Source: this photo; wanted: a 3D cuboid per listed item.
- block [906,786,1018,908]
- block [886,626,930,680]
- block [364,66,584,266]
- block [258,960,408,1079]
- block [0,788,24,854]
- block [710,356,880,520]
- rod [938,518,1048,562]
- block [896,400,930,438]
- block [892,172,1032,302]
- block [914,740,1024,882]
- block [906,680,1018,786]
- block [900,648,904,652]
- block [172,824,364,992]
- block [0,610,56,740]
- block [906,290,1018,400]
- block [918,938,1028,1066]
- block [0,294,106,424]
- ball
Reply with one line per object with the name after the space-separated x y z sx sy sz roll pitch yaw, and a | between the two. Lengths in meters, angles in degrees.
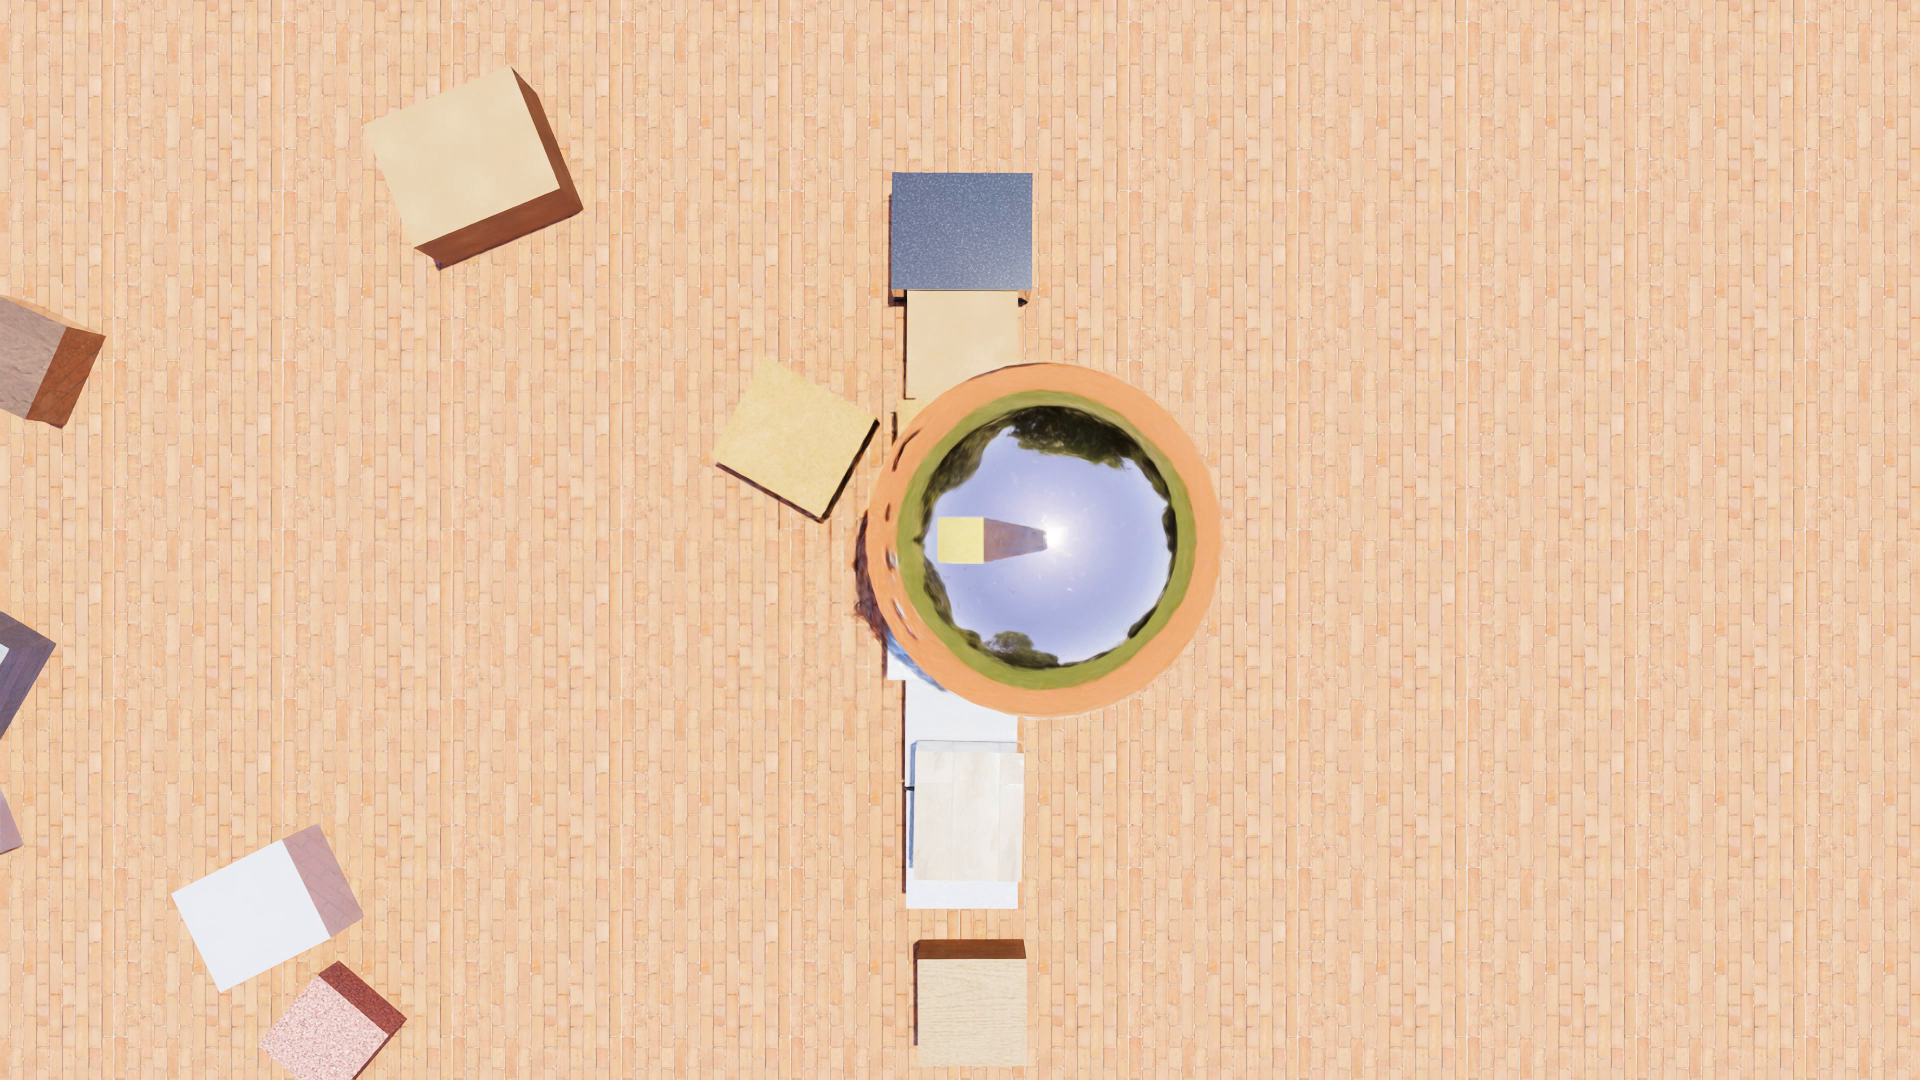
0.011 1.731 12.643 0.621 0.714 0.656 0 90 0 | block
-0.013 0.411 12.593 0.785 0.815 0.736 0 90 0 | block
-2.768 -2.130 12.605 0.880 0.790 0.737 -22 90 0 | block
-3.639 2.857 12.781 0.536 0.438 0.527 40 90 0 | block
-5.786 1.662 12.782 0.365 0.435 0.444 -22 90 0 | block
-0.939 -0.578 12.679 0.713 0.641 0.646 29 90 0 | block
0.162 0.000 6.462 0.080 5.200 0.080 0 90 4 | rod
-0.005 -0.373 12.621 0.697 0.757 0.802 0 90 0 | block
0.012 -1.736 12.677 0.791 0.645 0.658 0 90 0 | block
0.045 1.470 11.983 0.576 0.606 0.684 1 90 0 | block
0.007 1.088 12.703 0.630 0.594 0.603 0 90 0 | block
-0.015 0.321 11.901 0.607 0.568 0.545 -1 90 0 | block
-3.966 2.102 12.649 0.690 0.702 0.617 -26 90 0 | block
-5.821 0.752 12.673 0.694 0.654 0.729 30 90 0 | block
0.012 -1.100 12.704 0.624 0.592 0.610 0 90 0 | block
0.070 2.659 12.686 0.613 0.629 0.601 0 90 0 | block
-5.384 -1.043 12.713 0.482 0.575 0.577 24 90 0 | block
0.373 0.000 9.855 1.600 1.600 1.600 0 90 0 | ball
